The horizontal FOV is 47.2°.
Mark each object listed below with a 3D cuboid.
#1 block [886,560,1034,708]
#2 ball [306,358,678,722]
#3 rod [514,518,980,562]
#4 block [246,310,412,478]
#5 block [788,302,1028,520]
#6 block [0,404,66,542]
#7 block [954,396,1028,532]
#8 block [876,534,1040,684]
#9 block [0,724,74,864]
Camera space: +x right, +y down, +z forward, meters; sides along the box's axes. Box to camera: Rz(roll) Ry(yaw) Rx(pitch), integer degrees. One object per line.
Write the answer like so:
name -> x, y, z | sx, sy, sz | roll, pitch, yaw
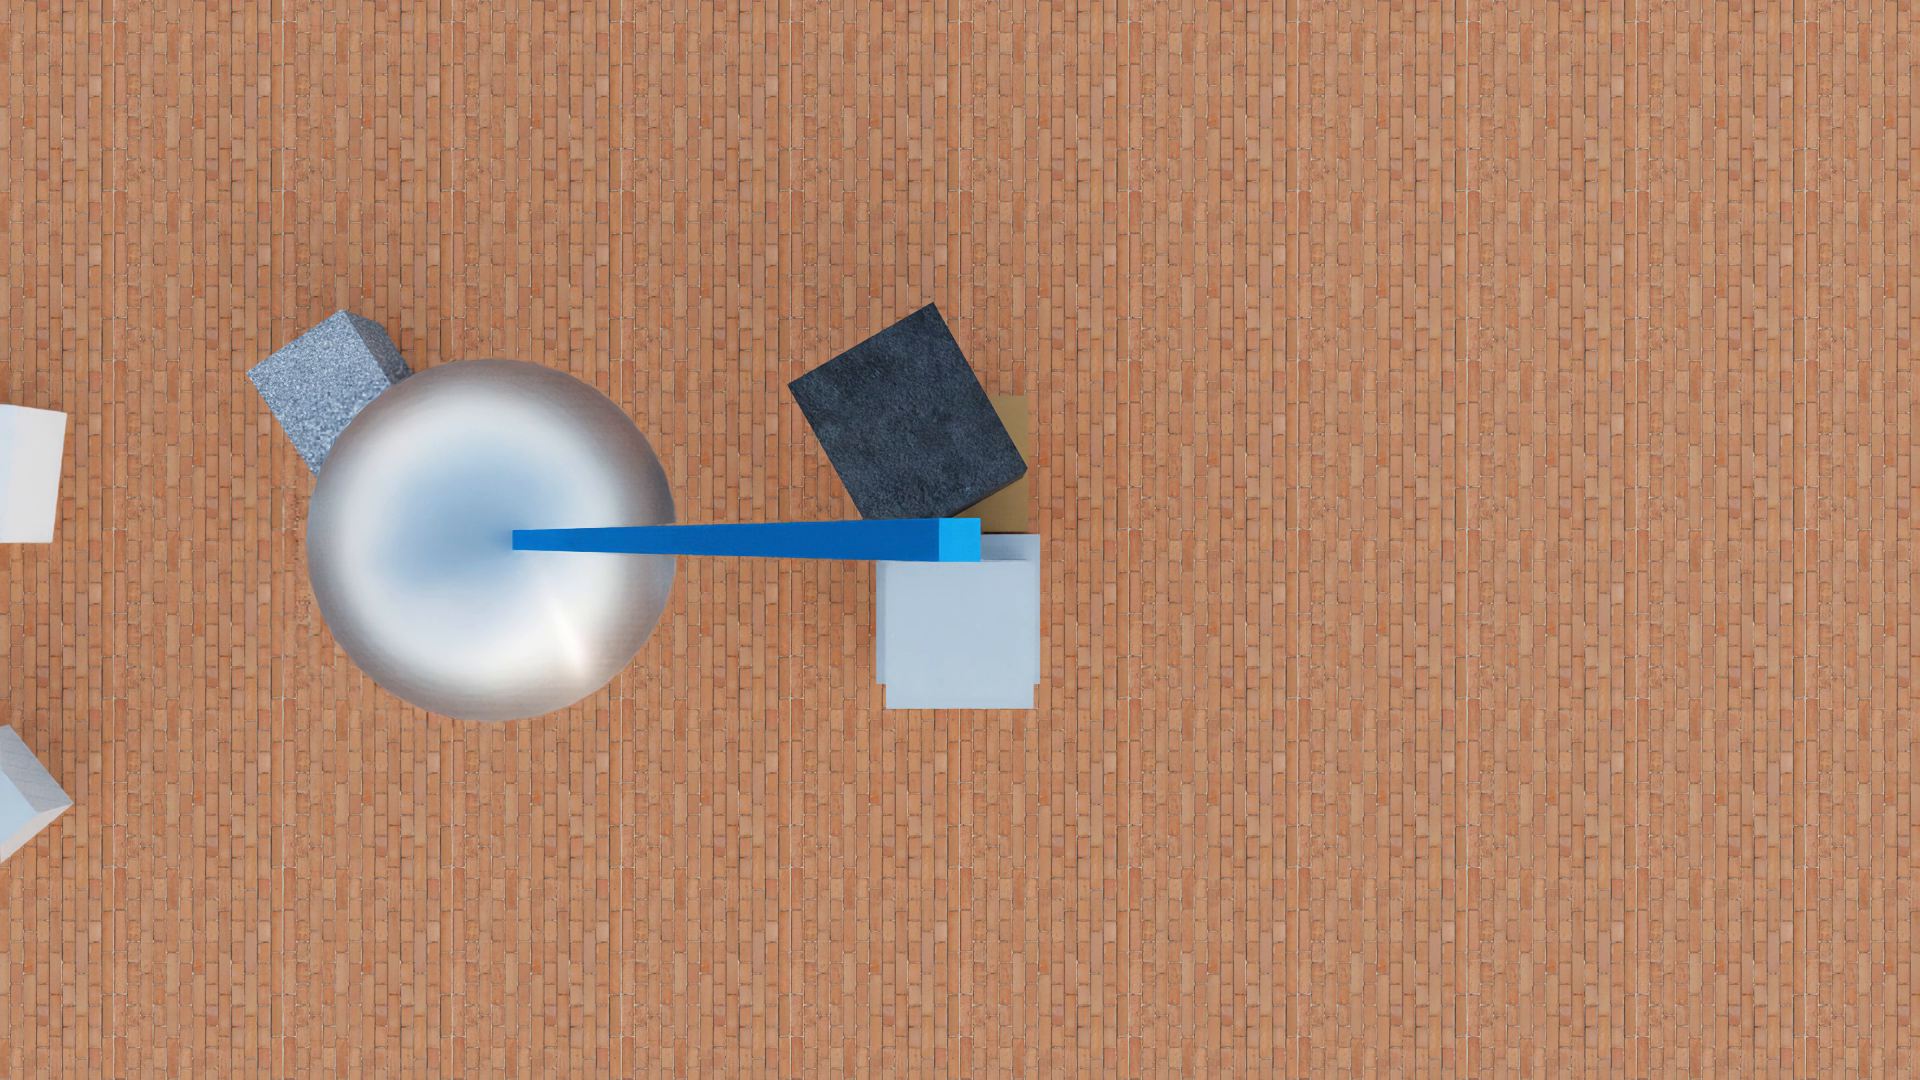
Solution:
block -> -0.002, 0.495, 11.847 | 0.766, 0.801, 0.764 | 0, 90, 0
ball -> -2.042, 0.000, 9.658 | 1.600, 1.600, 1.600 | 0, 90, 0
rod -> -0.885, 0.000, 6.461 | 0.080, 5.200, 0.080 | 0, 90, -20
block -> -3.485, -0.787, 12.598 | 0.637, 0.805, 0.765 | -33, 90, 0
block -> -0.268, -0.570, 11.738 | 0.859, 1.038, 0.980 | -30, 89, 0
block -> -5.713, -0.413, 12.661 | 0.784, 0.678, 0.770 | 6, 90, 0
block -> -0.020, -0.426, 12.630 | 0.805, 0.739, 0.758 | 0, 90, 0
block -> -0.011, 0.385, 12.624 | 0.913, 0.753, 0.832 | 0, 90, 0
block -> -5.650, 1.505, 12.745 | 0.572, 0.509, 0.602 | -40, 90, 0
